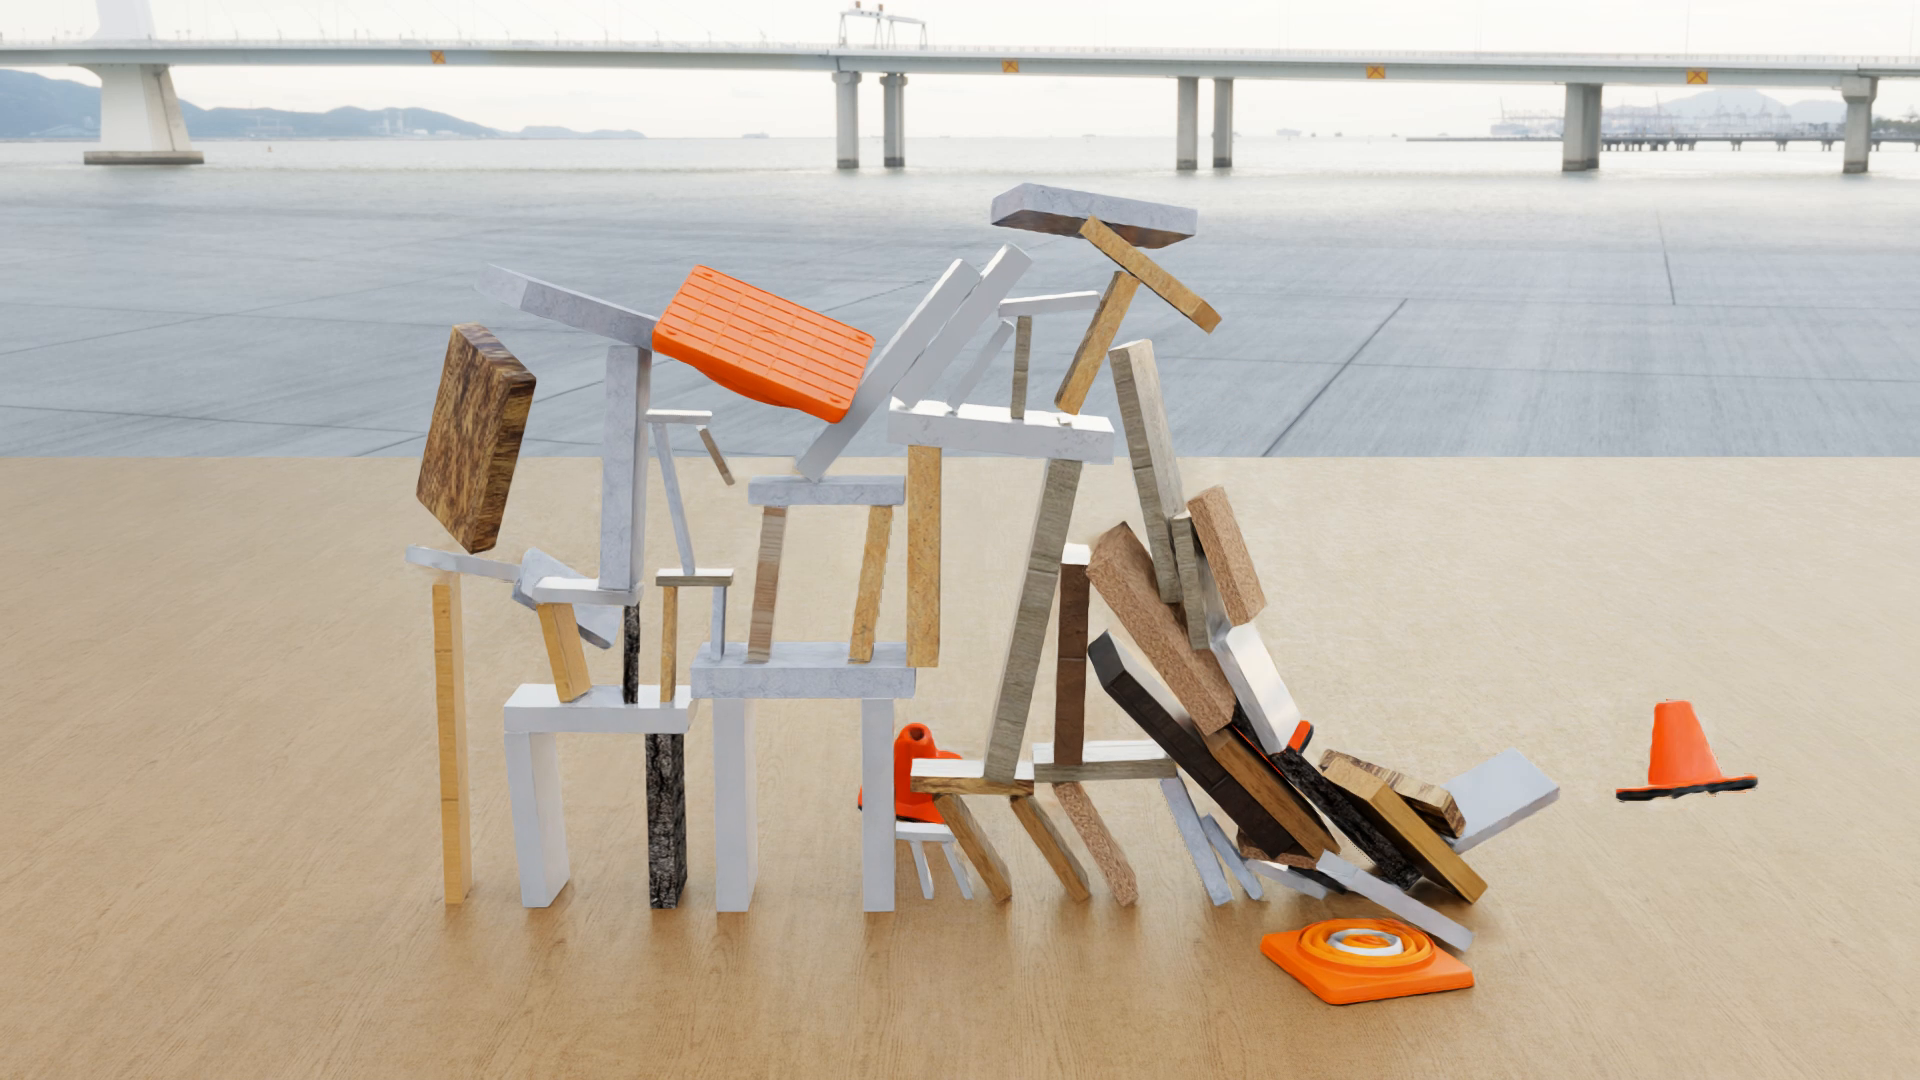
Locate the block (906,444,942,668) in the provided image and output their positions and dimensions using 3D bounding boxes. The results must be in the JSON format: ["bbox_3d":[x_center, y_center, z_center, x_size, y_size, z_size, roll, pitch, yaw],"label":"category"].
[{"bbox_3d":[-0.058,0.013,3.566,0.050,0.355,0.177,1,10,0],"label":"block"}]

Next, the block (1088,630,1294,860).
[{"bbox_3d":[0.374,0.333,3.577,0.047,0.428,0.165,-42,19,9],"label":"block"}]

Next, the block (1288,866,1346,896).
[{"bbox_3d":[0.597,0.557,3.671,0.103,0.015,0.052,26,11,5],"label":"block"}]

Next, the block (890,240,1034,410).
[{"bbox_3d":[0.001,-0.345,3.511,0.043,0.301,0.150,39,7,-7],"label":"block"}]

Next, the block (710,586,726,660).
[{"bbox_3d":[-0.393,0.129,3.581,0.017,0.121,0.060,3,11,-1],"label":"block"}]

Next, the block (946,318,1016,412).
[{"bbox_3d":[0.032,-0.280,3.510,0.023,0.161,0.081,35,7,-5],"label":"block"}]

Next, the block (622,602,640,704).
[{"bbox_3d":[-0.536,0.178,3.586,0.023,0.163,0.081,1,10,-10],"label":"block"}]

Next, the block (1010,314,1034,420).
[{"bbox_3d":[0.099,-0.278,3.507,0.023,0.161,0.081,5,10,3],"label":"block"}]

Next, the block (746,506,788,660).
[{"bbox_3d":[-0.312,0.062,3.575,0.035,0.248,0.124,7,8,-3],"label":"block"}]

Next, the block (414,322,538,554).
[{"bbox_3d":[-0.795,-0.165,3.598,0.048,0.342,0.171,-16,47,-44],"label":"block"}]

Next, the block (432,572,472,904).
[{"bbox_3d":[-0.835,0.326,3.619,0.028,0.536,0.099,0,11,-3],"label":"block"}]

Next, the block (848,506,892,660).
[{"bbox_3d":[-0.145,0.061,3.575,0.035,0.248,0.124,8,7,-3],"label":"block"}]

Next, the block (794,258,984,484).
[{"bbox_3d":[-0.117,-0.275,3.548,0.043,0.423,0.150,39,4,-8],"label":"block"}]

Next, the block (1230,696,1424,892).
[{"bbox_3d":[0.588,0.408,3.690,0.456,0.041,0.146,44,1,-14],"label":"block"}]

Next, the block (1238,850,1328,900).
[{"bbox_3d":[0.538,0.551,3.661,0.144,0.020,0.072,24,11,-6],"label":"block"}]

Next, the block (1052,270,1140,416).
[{"bbox_3d":[0.217,-0.315,3.509,0.034,0.237,0.118,25,7,-4],"label":"block"}]

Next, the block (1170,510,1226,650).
[{"bbox_3d":[0.385,0.061,3.529,0.030,0.212,0.106,-7,7,24],"label":"block"}]

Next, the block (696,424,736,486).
[{"bbox_3d":[-0.395,-0.139,3.559,0.015,0.103,0.051,-28,17,-4],"label":"block"}]

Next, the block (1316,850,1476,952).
[{"bbox_3d":[0.674,0.558,3.407,0.233,0.033,0.117,30,-2,-17],"label":"block"}]

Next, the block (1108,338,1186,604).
[{"bbox_3d":[0.314,-0.112,3.518,0.034,0.411,0.118,-10,8,24],"label":"block"}]

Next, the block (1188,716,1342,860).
[{"bbox_3d":[0.500,0.398,3.599,0.041,0.292,0.146,-42,21,7],"label":"block"}]

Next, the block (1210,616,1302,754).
[{"bbox_3d":[0.477,0.228,3.545,0.030,0.212,0.106,-20,16,32],"label":"block"}]

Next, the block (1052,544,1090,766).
[{"bbox_3d":[0.181,0.184,3.587,0.047,0.330,0.165,2,11,2],"label":"block"}]

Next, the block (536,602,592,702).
[{"bbox_3d":[-0.646,0.175,3.592,0.023,0.163,0.081,-10,8,15],"label":"block"}]

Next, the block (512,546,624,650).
[{"bbox_3d":[-0.681,0.103,3.834,0.198,0.099,0.028,33,-46,-28],"label":"block"}]

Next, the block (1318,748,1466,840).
[{"bbox_3d":[0.724,0.425,3.687,0.233,0.033,0.117,18,-23,38],"label":"block"}]

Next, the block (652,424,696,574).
[{"bbox_3d":[-0.461,-0.069,3.547,0.015,0.247,0.051,-10,10,2],"label":"block"}]

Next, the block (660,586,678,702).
[{"bbox_3d":[-0.474,0.163,3.587,0.017,0.191,0.060,3,11,-1],"label":"block"}]

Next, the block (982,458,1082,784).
[{"bbox_3d":[0.117,0.117,3.586,0.050,0.533,0.177,12,10,0],"label":"block"}]

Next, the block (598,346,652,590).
[{"bbox_3d":[-0.541,-0.120,3.557,0.048,0.382,0.171,3,5,-1],"label":"block"}]

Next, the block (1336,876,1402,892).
[{"bbox_3d":[0.677,0.571,3.653,0.104,0.015,0.052,12,13,-14],"label":"block"}]
